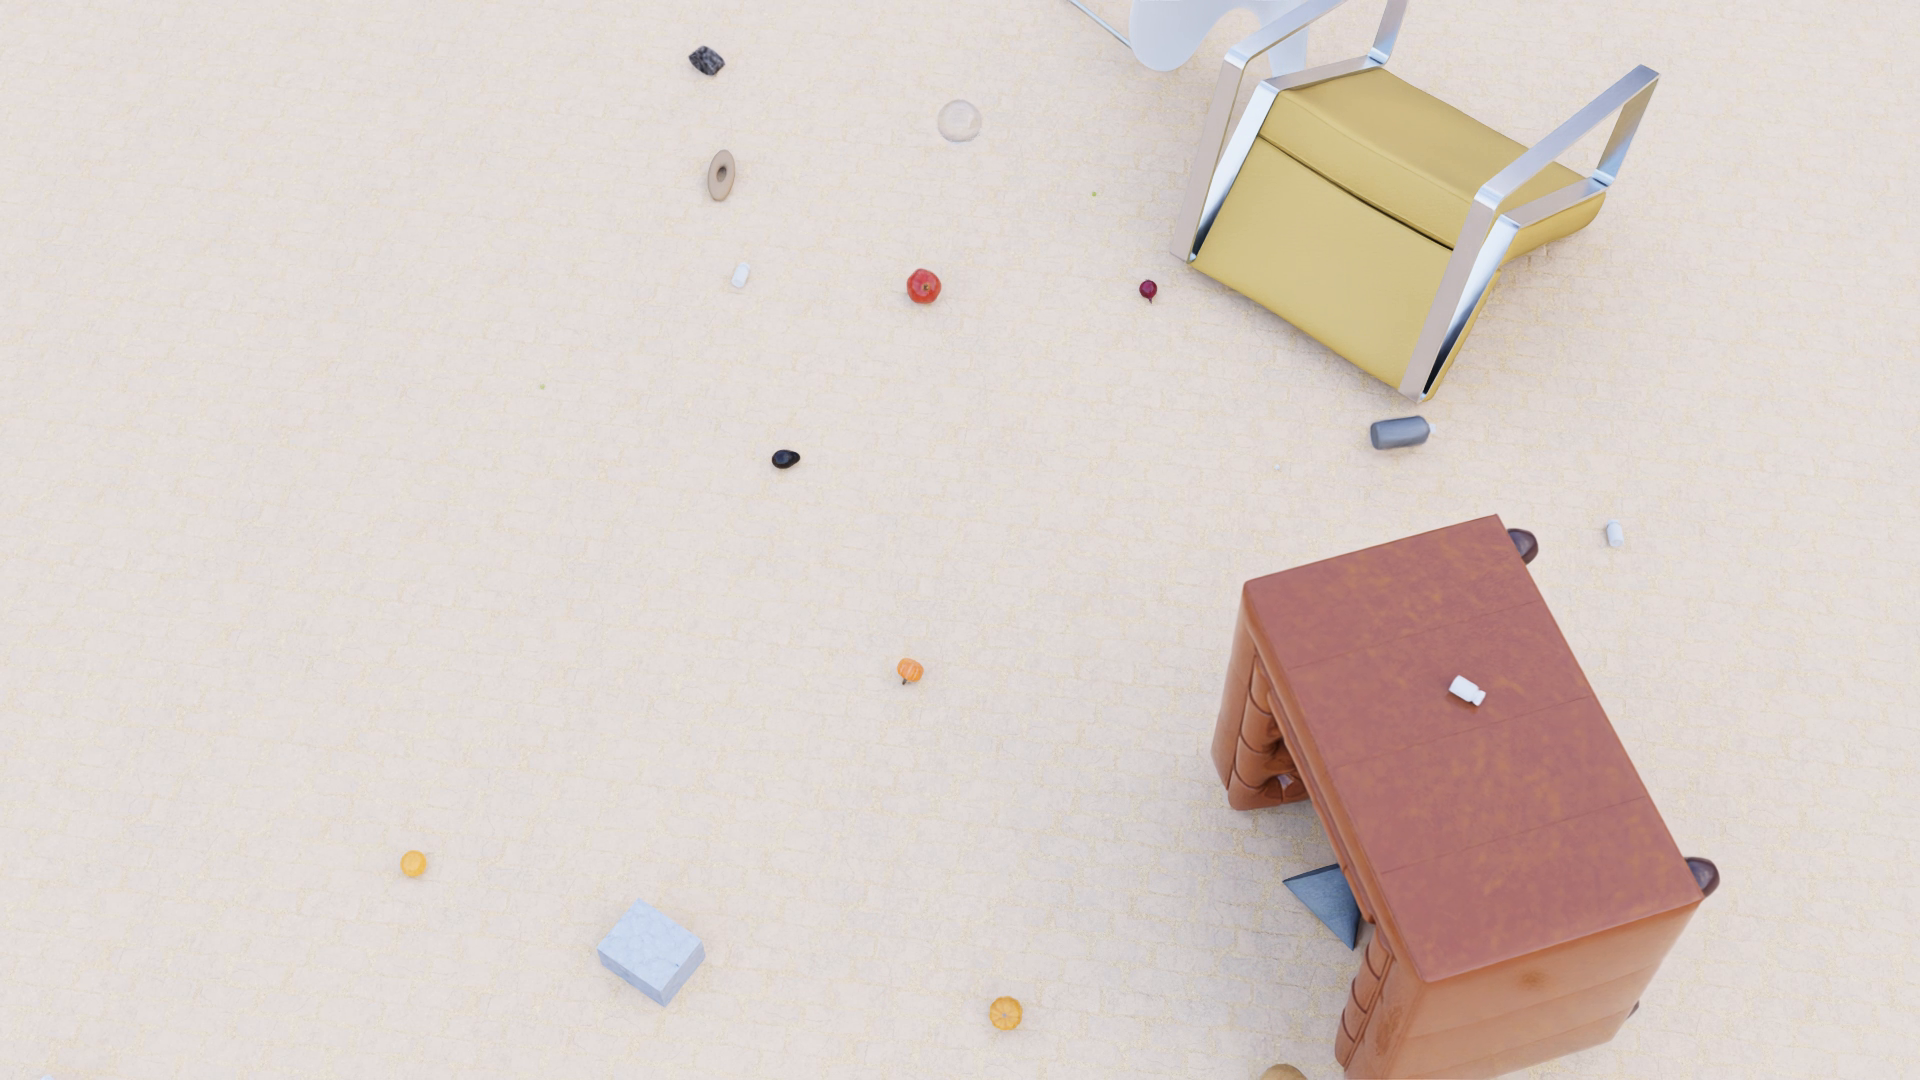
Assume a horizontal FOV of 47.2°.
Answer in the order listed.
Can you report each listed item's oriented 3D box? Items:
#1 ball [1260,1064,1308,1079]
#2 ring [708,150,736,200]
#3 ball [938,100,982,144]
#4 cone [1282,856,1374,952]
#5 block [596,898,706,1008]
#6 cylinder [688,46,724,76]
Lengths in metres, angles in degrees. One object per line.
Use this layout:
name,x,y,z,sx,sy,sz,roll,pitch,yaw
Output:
ball,0.818,1.393,5.559,0.133,0.133,0.133,0,56,0
ring,-0.799,-1.224,7.368,0.089,0.045,0.221,3,57,0
ball,-0.001,-1.414,7.432,0.150,0.150,0.150,0,56,0
cone,1.012,0.985,5.854,0.255,0.213,0.228,-17,83,7
block,-0.810,1.084,5.779,0.213,0.112,0.173,30,61,18
cylinder,-0.882,-1.670,7.656,0.116,0.062,0.061,35,63,15
